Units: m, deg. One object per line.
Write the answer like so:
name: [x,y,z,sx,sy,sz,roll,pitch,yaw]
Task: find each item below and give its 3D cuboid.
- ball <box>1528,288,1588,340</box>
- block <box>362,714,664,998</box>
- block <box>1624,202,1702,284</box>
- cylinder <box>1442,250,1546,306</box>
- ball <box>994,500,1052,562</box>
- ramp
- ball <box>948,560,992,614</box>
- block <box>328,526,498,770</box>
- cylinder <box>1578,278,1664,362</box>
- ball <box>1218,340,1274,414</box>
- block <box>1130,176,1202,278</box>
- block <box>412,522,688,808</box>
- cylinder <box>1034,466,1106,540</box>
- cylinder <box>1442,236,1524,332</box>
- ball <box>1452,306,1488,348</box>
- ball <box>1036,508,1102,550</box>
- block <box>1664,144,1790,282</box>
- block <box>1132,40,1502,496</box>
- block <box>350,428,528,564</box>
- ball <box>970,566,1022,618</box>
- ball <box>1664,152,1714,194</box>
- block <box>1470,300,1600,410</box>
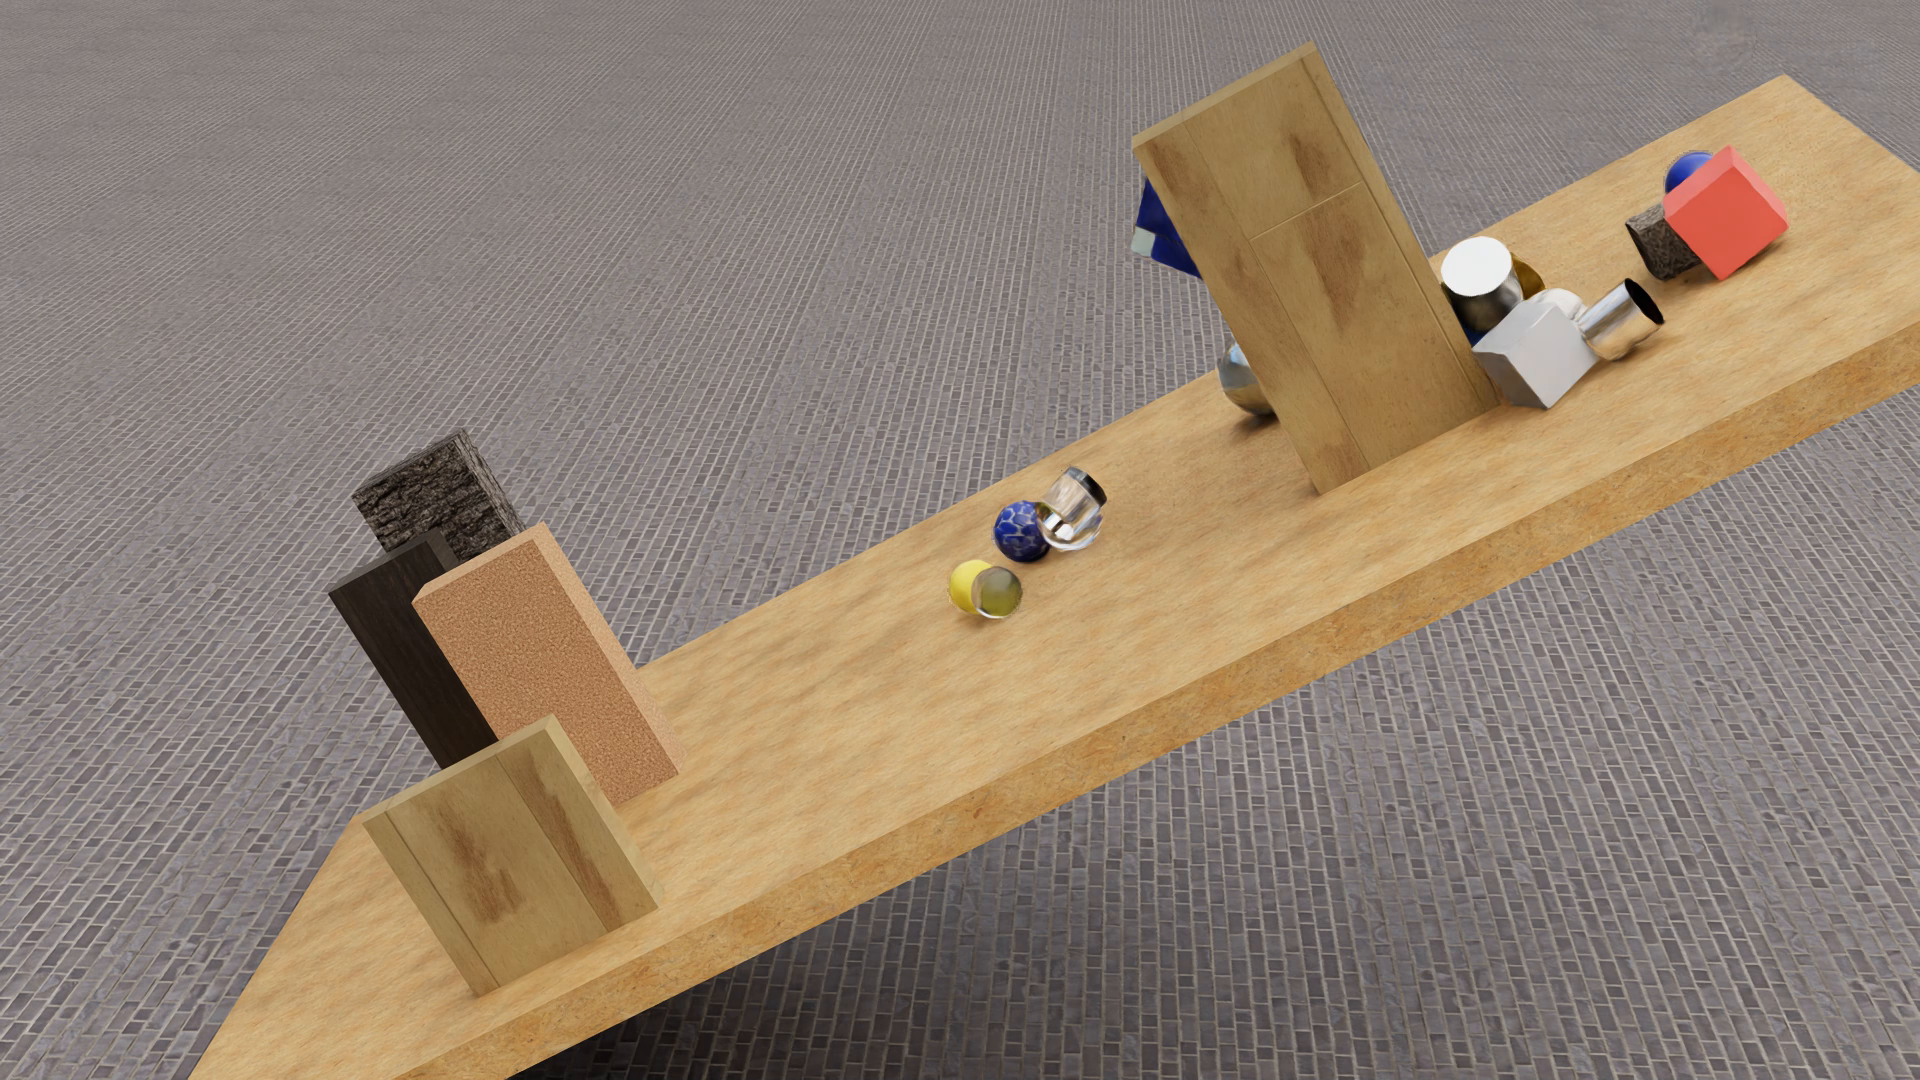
ball: [1.169,-0.426,5.782,0.138,0.138,0.138,0,18,0]
block: [-0.861,0.614,5.690,0.416,0.420,0.081,-27,14,11]
block: [1.430,-0.608,5.925,0.118,0.118,0.118,-28,14,8]
cylinder: [1.106,-0.509,6.097,0.182,0.182,0.182,-1,15,-2]
ball: [0.141,-0.018,6.437,0.135,0.135,0.135,0,18,0]
ramp: [0.142,0.167,6.283,4.000,0.100,2.000,-27,14,11]
ball: [0.033,0.100,6.291,0.115,0.115,0.115,0,18,0]
block: [-1.158,0.322,6.794,0.269,0.659,0.106,-27,14,11]
cylinder: [1.252,-0.416,5.571,0.114,0.114,0.114,-41,-1,27]
ball: [0.665,-0.370,6.500,0.184,0.184,0.184,0,18,0]
block: [0.488,-0.672,6.045,0.181,0.181,0.181,25,33,21]
block: [-0.891,0.304,6.420,0.309,0.612,0.125,-27,14,11]
cylinder: [0.231,-0.077,6.161,0.108,0.108,0.108,20,59,46]
cylinder: [1.025,-0.499,5.760,0.136,0.136,0.136,-10,58,17]
ball: [1.047,-0.427,5.887,0.145,0.145,0.145,0,18,0]
ball: [0.235,-0.048,6.337,0.143,0.143,0.143,0,18,0]
block: [1.493,-0.639,5.736,0.165,0.165,0.165,-41,9,23]
block: [0.696,-0.526,5.739,0.394,0.787,0.131,-27,14,11]
block: [-1.112,0.146,7.042,0.285,0.788,0.128,-27,14,11]
ball: [0.076,0.111,6.178,0.110,0.110,0.110,0,18,0]
ball: [1.538,-0.740,6.128,0.135,0.135,0.135,0,18,0]
block: [1.097,-0.354,5.615,0.143,0.143,0.143,-44,16,-8]
